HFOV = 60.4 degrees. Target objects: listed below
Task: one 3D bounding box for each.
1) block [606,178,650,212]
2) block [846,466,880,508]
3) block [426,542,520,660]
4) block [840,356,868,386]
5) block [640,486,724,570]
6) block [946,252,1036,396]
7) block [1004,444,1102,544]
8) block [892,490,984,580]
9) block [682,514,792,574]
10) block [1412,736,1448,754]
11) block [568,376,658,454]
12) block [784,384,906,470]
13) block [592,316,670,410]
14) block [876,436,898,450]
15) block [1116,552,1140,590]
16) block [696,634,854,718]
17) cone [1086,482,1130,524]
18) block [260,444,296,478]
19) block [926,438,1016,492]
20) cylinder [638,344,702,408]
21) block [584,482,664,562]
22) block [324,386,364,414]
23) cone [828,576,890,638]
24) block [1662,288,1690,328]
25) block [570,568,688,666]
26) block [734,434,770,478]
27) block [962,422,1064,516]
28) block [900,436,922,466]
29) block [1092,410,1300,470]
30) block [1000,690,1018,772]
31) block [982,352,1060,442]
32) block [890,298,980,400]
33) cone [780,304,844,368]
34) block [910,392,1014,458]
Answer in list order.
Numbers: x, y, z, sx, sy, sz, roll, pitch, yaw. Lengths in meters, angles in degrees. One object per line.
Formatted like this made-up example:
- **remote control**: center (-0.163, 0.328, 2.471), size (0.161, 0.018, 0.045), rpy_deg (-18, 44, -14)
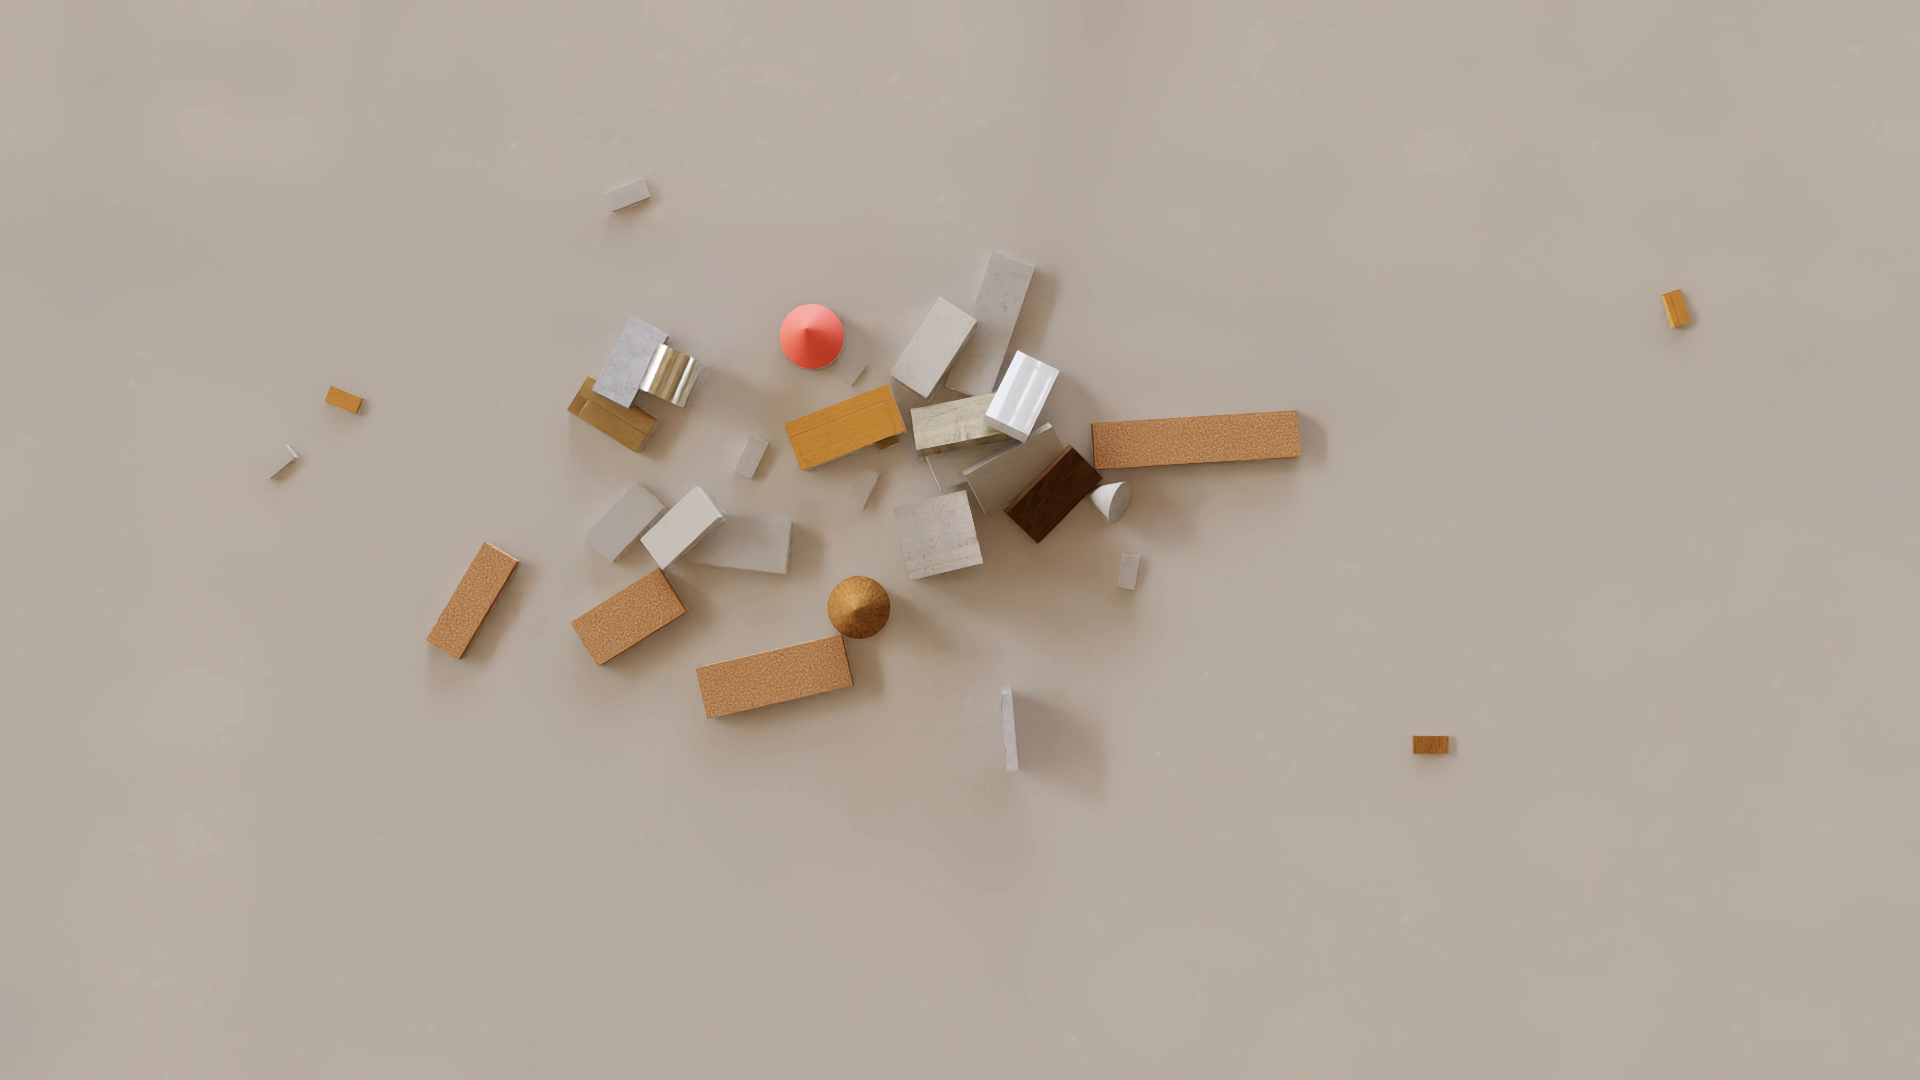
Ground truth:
- **block**: center (-1.105, -1.147, 5.491), size (0.133, 0.019, 0.067), rpy_deg (-22, 90, 0)
- **block**: center (-0.325, -0.176, 5.491), size (0.067, 0.019, 0.133), rpy_deg (26, 90, 0)
- **block**: center (-1.620, 0.202, 5.482), size (0.126, 0.036, 0.379), rpy_deg (31, 90, 0)
- **block**: center (-0.353, -0.564, 5.494), size (0.045, 0.013, 0.091), rpy_deg (37, 90, 0)
- **block**: center (-0.918, -0.038, 5.435), size (0.266, 0.038, 0.133), rpy_deg (-42, 75, 13)
- **block**: center (0.100, -0.709, 5.478), size (0.152, 0.043, 0.470), rpy_deg (19, 90, 0)
- **block**: center (0.309, -0.151, 5.443), size (0.307, 0.043, 0.153), rpy_deg (-45, 110, 4)
- **block**: center (-0.071, -0.015, 5.380), size (0.240, 0.240, 0.240), rpy_deg (-14, 90, 0)
- **block**: center (-0.740, 0.006, 5.476), size (0.342, 0.048, 0.171), rpy_deg (7, 90, 0)
- **block**: center (1.566, 0.681, 5.492), size (0.115, 0.016, 0.058), rpy_deg (0, 90, 0)
- **block**: center (-1.154, -0.417, 5.481), size (0.266, 0.038, 0.133), rpy_deg (32, 90, 0)
- **block**: center (-0.379, -0.372, 5.453), size (0.370, 0.046, 0.163), rpy_deg (-20, 90, 7)
- **block**: center (-1.090, -0.584, 5.460), size (0.133, 0.038, 0.280), rpy_deg (27, 81, -1)
- **block**: center (-0.262, -0.379, 5.490), size (0.072, 0.021, 0.145), rpy_deg (-21, 90, 0)
- **block**: center (0.561, 0.104, 5.492), size (0.058, 0.016, 0.115), rpy_deg (9, 90, 0)
- **block**: center (-0.614, 0.452, 5.476), size (0.494, 0.048, 0.171), rpy_deg (-13, 90, 0)
- **cone**: center (0.465, -0.147, 5.467), size (0.147, 0.147, 0.147), rpy_deg (21, 90, 27)
- **block**: center (-2.271, -0.261, 5.492), size (0.112, 0.016, 0.056), rpy_deg (-40, 90, 0)
- **block**: center (0.045, -0.292, 5.456), size (0.304, 0.043, 0.152), rpy_deg (-23, 98, -4)
- **cylinder**: center (-0.951, -0.541, 5.420), size (0.160, 0.160, 0.160), rpy_deg (24, 90, 0)
- **block**: center (-1.116, -0.059, 5.482), size (0.126, 0.036, 0.252), rpy_deg (44, 90, 0)
- **block**: center (-2.052, -0.466, 5.492), size (0.112, 0.016, 0.056), rpy_deg (22, 90, 0)
- **cone**: center (-0.337, 0.225, 5.395), size (0.210, 0.210, 0.210), rpy_deg (0, 90, 0)
- **block**: center (2.384, -0.772, 5.492), size (0.058, 0.016, 0.115), rpy_deg (-19, 90, 0)
- **block**: center (-1.098, 0.255, 5.476), size (0.342, 0.048, 0.171), rpy_deg (-32, 90, 0)
- **block**: center (-0.695, -0.278, 5.491), size (0.067, 0.019, 0.133), rpy_deg (26, 90, 0)
- **block**: center (0.190, -0.234, 5.442), size (0.327, 0.046, 0.163), rpy_deg (-29, 114, -1)
- **block**: center (-0.163, -0.298, 5.494), size (0.045, 0.013, 0.091), rpy_deg (-27, 90, 0)
- **block**: center (0.782, -0.332, 5.478), size (0.680, 0.043, 0.153), rpy_deg (-4, 90, 0)
- **block**: center (0.162, 0.626, 5.437), size (0.036, 0.126, 0.252), rpy_deg (-5, 90, 0)
- **block**: center (0.200, -0.470, 5.394), size (0.153, 0.043, 0.307), rpy_deg (26, 55, 0)
- **block**: center (-0.083, -0.633, 5.453), size (0.152, 0.043, 0.304), rpy_deg (34, 93, 13)
- **cone**: center (-0.493, -0.677, 5.373), size (0.214, 0.214, 0.214), rpy_deg (0, 90, 0)
- **block**: center (0.011, -0.381, 5.410), size (0.327, 0.046, 0.163), rpy_deg (-11, 60, 4)
